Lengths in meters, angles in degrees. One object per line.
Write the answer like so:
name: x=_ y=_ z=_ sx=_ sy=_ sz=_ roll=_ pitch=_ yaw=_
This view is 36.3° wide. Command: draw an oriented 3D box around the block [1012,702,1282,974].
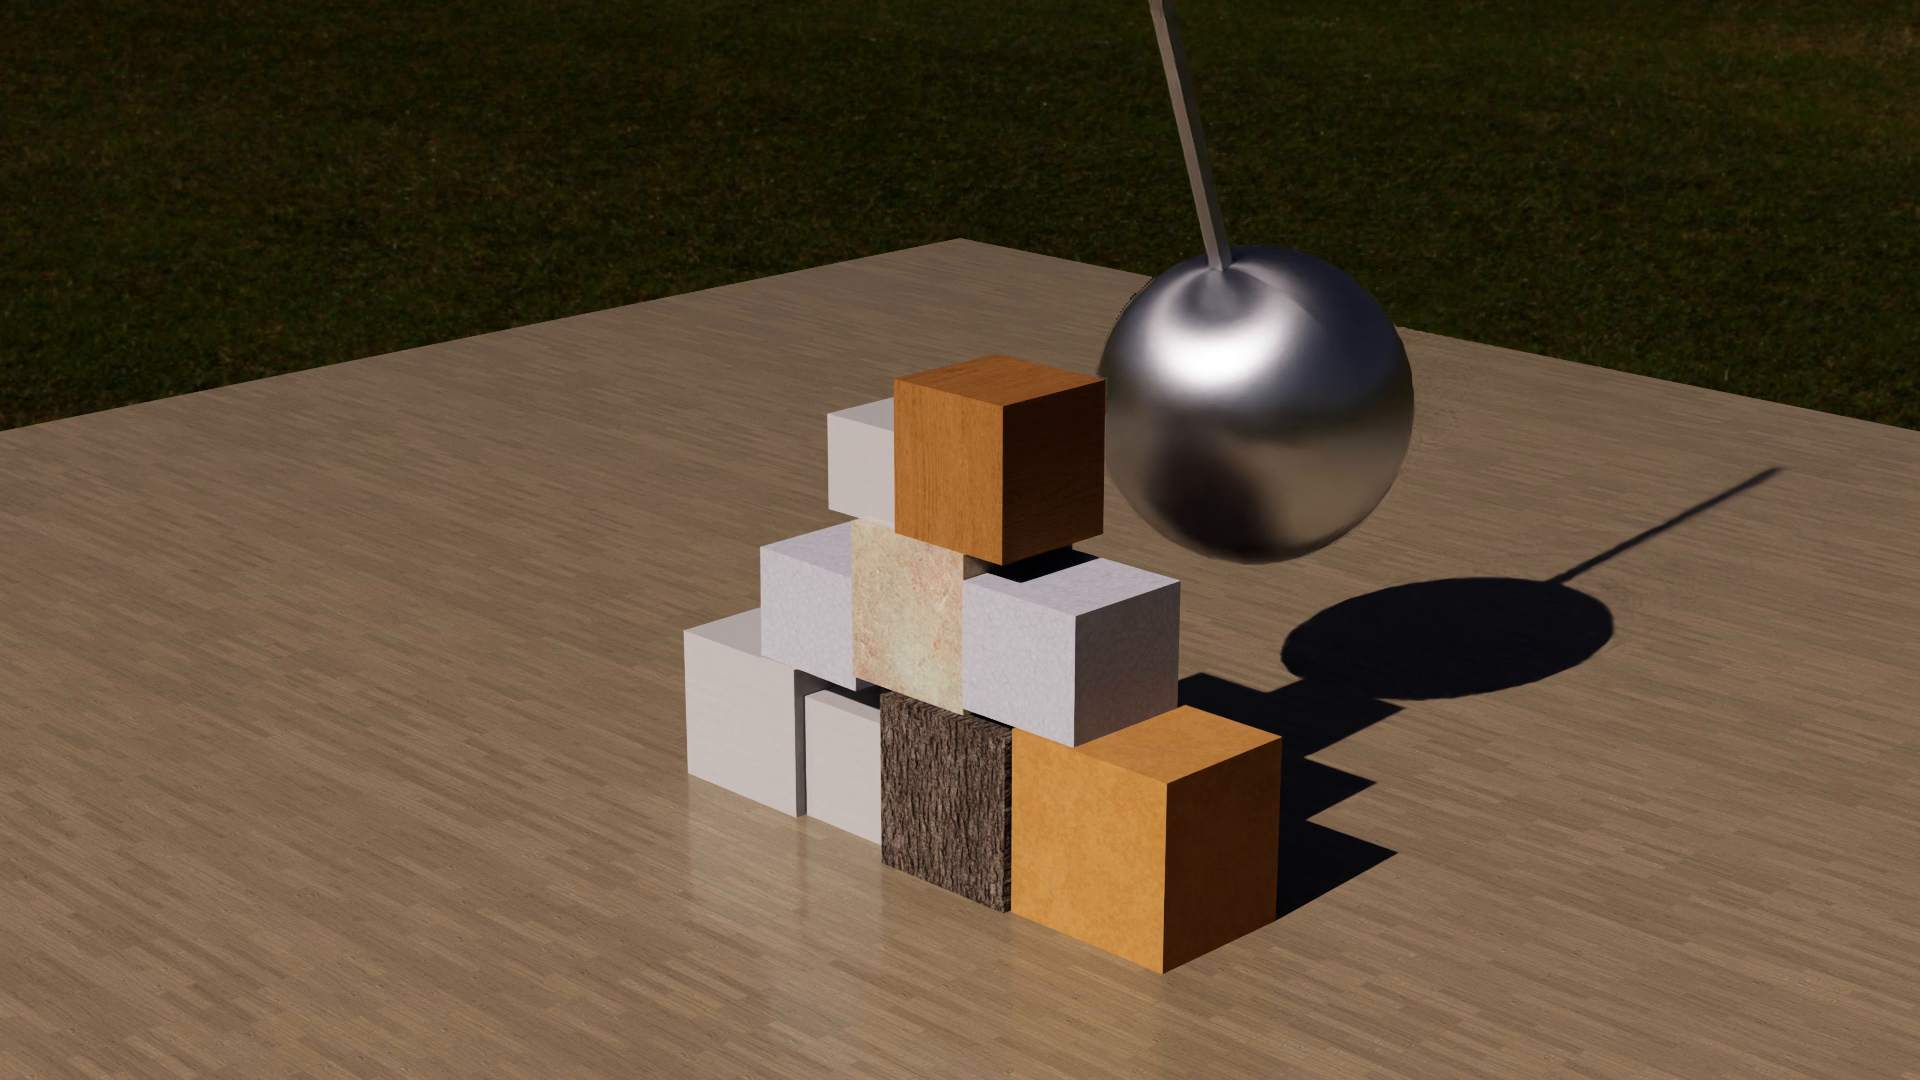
block: x=0.813 y=1.255 z=12.894 sx=0.759 sy=0.873 sz=0.895 roll=-17 pitch=24 yaw=-42

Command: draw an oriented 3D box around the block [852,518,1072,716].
block: x=0.009 y=0.273 z=13.447 sx=0.706 sy=0.752 sz=0.721 roll=-17 pitch=24 yaw=-42

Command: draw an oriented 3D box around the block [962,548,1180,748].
block: x=0.489 y=0.464 z=12.960 sx=0.679 sy=0.598 sz=0.677 roll=-17 pitch=24 yaw=-42

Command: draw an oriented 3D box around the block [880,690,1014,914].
block: x=0.193 y=1.099 z=13.459 sx=0.783 sy=0.832 sz=0.791 roll=-17 pitch=24 yaw=-42

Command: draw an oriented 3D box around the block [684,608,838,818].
block: x=-0.829 y=0.817 z=14.487 sx=0.687 sy=0.754 sz=0.808 roll=-17 pitch=24 yaw=-42

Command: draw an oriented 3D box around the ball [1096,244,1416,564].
ball: x=1.467 y=-0.676 z=14.667 sx=1.600 sy=1.600 sz=1.600 roll=0 pitch=17 yaw=0

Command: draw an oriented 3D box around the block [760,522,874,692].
block: x=-0.508 y=0.306 z=13.949 sx=0.586 sy=0.547 sz=0.662 roll=-17 pitch=25 yaw=-42

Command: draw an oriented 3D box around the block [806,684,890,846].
block: x=-0.303 y=1.043 z=14.010 sx=0.572 sy=0.610 sz=0.656 roll=-17 pitch=24 yaw=-42

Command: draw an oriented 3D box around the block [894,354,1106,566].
block: x=0.175 y=-0.370 z=13.050 sx=0.651 sy=0.713 sz=0.672 roll=-17 pitch=24 yaw=-42

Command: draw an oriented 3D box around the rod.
rod: x=0.636 y=-3.471 z=12.917 sx=0.080 sy=5.200 sz=0.080 roll=17 pitch=44 yaw=42

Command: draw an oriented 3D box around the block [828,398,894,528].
block: x=-0.239 y=-0.370 z=13.480 sx=0.560 sy=0.454 sz=0.474 roll=-17 pitch=24 yaw=-42
